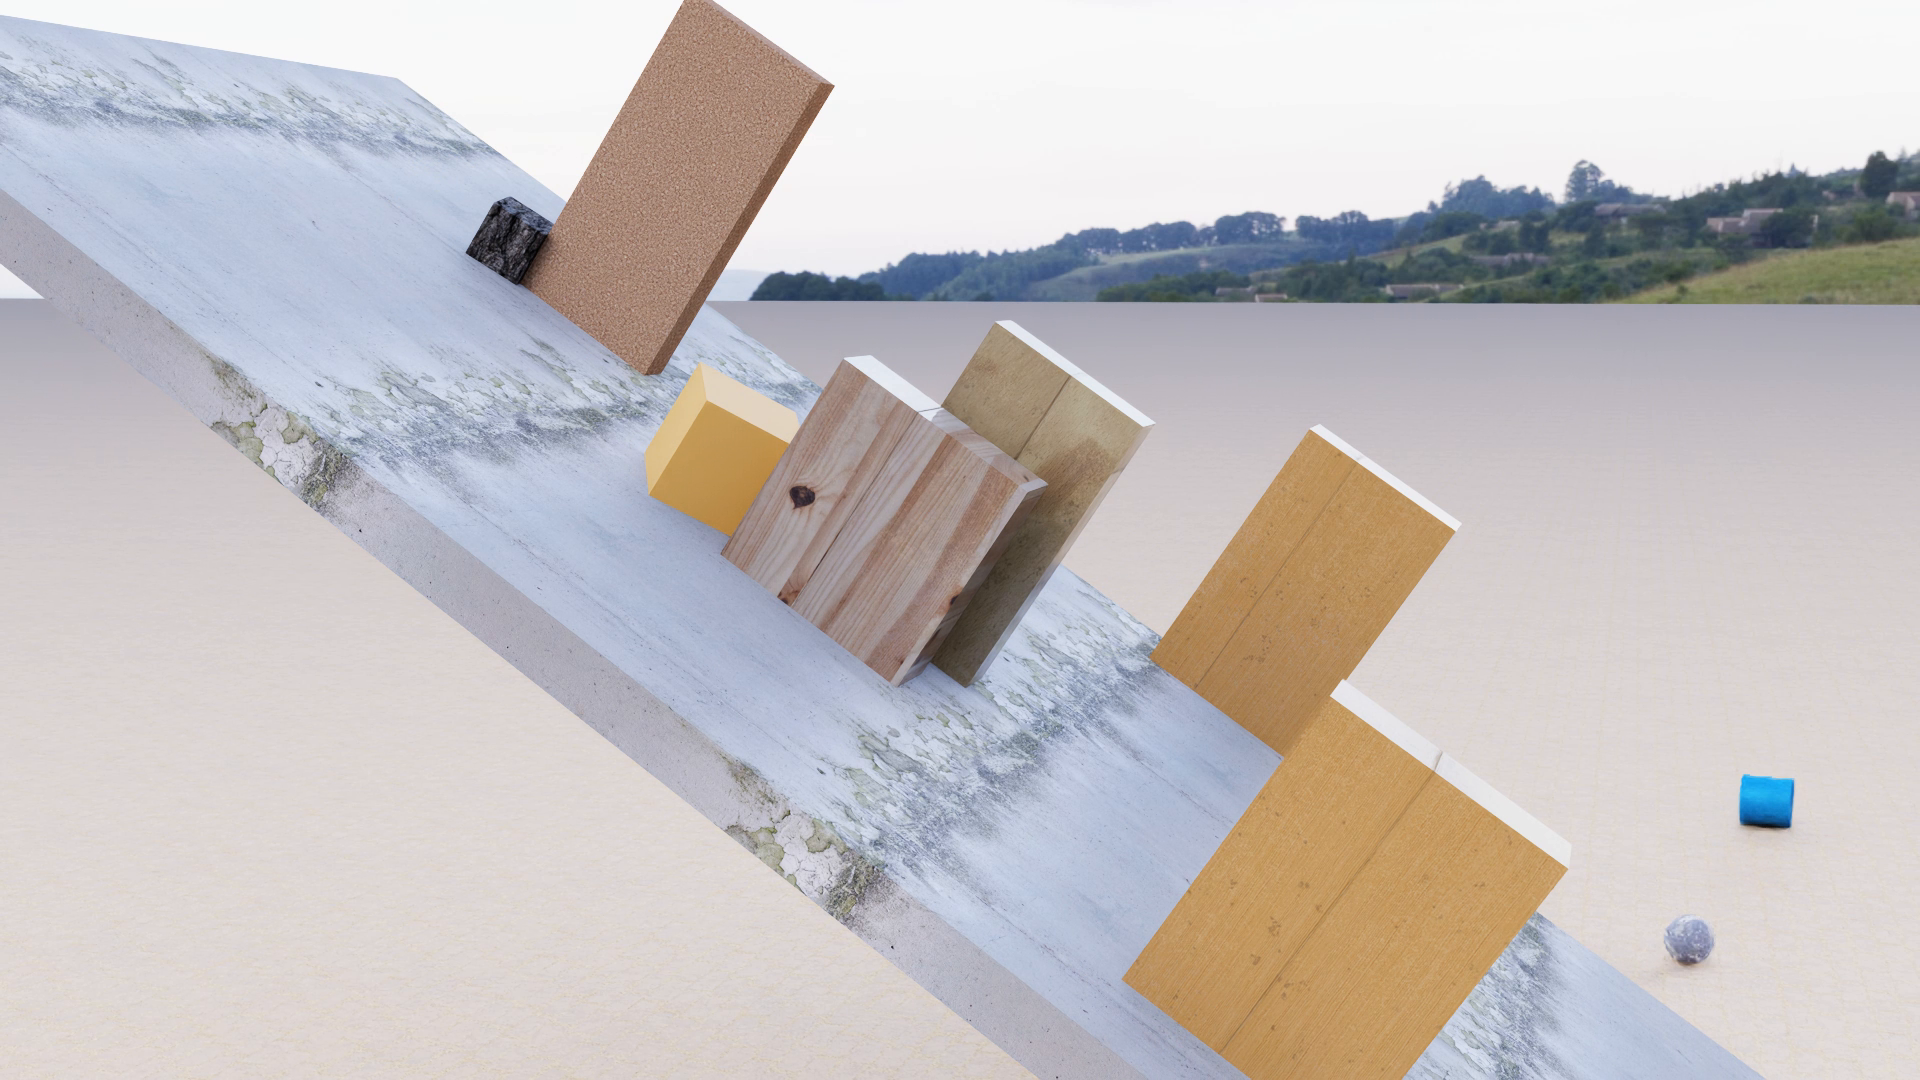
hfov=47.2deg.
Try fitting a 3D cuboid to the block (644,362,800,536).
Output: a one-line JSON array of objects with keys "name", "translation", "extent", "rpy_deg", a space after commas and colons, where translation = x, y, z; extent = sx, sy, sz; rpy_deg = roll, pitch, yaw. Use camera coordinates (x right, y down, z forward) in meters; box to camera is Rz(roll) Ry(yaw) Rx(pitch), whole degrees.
[{"name": "block", "translation": [-0.423, -0.157, 3.946], "extent": [0.202, 0.202, 0.202], "rpy_deg": [28, 16, -20]}]

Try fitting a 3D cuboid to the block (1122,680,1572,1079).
[{"name": "block", "translation": [0.555, 0.540, 3.182], "extent": [0.398, 0.529, 0.136], "rpy_deg": [36, 15, 10]}]

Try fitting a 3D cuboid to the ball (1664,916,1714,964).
[{"name": "ball", "translation": [1.961, 1.076, 5.918], "extent": [0.126, 0.126, 0.126], "rpy_deg": [0, 7, 0]}]

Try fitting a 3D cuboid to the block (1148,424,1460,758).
[{"name": "block", "translation": [0.738, 0.110, 4.723], "extent": [0.368, 0.608, 0.149], "rpy_deg": [36, 15, 10]}]

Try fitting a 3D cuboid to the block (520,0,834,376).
[{"name": "block", "translation": [-0.572, -0.709, 4.411], "extent": [0.330, 0.689, 0.082], "rpy_deg": [36, 15, 10]}]

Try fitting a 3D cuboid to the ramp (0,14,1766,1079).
[{"name": "ramp", "translation": [-0.111, 0.191, 4.092], "extent": [4.000, 0.100, 2.000], "rpy_deg": [36, 15, 10]}]

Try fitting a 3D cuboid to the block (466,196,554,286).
[{"name": "block", "translation": [-0.915, -0.614, 4.502], "extent": [0.121, 0.121, 0.121], "rpy_deg": [32, 15, -4]}]

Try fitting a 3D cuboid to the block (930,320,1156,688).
[{"name": "block", "translation": [0.051, -0.064, 3.924], "extent": [0.319, 0.571, 0.102], "rpy_deg": [36, 15, 10]}]

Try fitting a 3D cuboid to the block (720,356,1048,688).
[{"name": "block", "translation": [-0.131, -0.035, 3.773], "extent": [0.387, 0.410, 0.137], "rpy_deg": [36, 15, 10]}]

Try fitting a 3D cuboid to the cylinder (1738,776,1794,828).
[{"name": "cylinder", "translation": [2.711, 0.881, 7.395], "extent": [0.159, 0.159, 0.159], "rpy_deg": [3, 8, 25]}]
